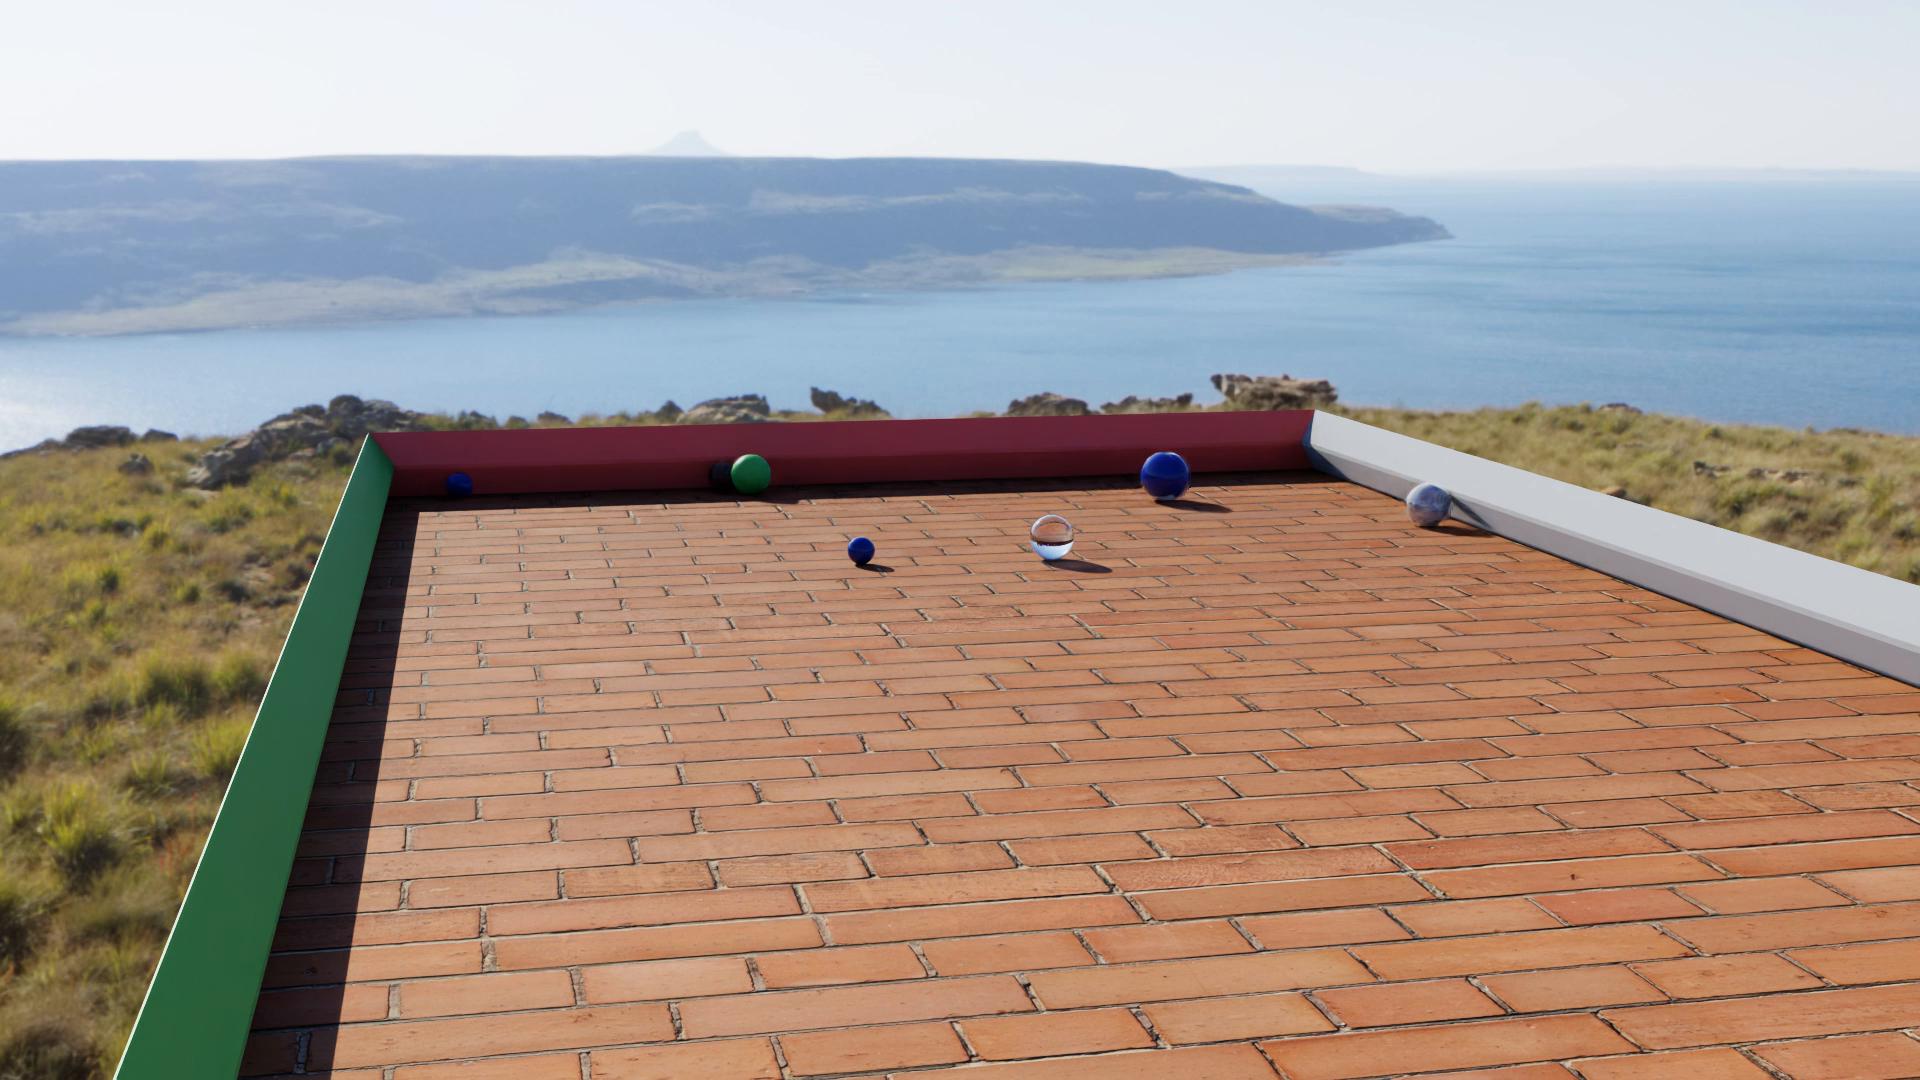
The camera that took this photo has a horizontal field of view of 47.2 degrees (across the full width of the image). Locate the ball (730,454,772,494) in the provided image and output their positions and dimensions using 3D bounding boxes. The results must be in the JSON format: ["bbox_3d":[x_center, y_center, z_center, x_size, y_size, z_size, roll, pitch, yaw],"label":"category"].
[{"bbox_3d":[-0.369,-0.116,3.886,0.072,0.072,0.072,0,10,0],"label":"ball"}]

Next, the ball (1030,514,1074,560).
[{"bbox_3d":[0.135,-0.004,3.245,0.067,0.067,0.067,0,10,0],"label":"ball"}]

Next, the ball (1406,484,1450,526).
[{"bbox_3d":[0.754,-0.057,3.547,0.070,0.070,0.070,0,10,0],"label":"ball"}]

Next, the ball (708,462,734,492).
[{"bbox_3d":[-0.423,-0.113,3.923,0.054,0.054,0.054,0,10,0],"label":"ball"}]

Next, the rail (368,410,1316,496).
[{"bbox_3d":[-0.172,-0.159,4.017,1.760,0.111,0.045,-2,10,-12],"label":"rail"}]

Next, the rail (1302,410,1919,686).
[{"bbox_3d":[1.014,0.080,2.616,0.045,0.111,3.328,-2,10,-12],"label":"rail"}]

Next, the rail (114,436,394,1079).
[{"bbox_3d":[-0.659,0.142,2.257,0.045,0.111,3.328,-2,10,-12],"label":"rail"}]

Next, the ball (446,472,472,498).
[{"bbox_3d":[-0.877,-0.095,3.844,0.045,0.045,0.045,0,10,0],"label":"ball"}]

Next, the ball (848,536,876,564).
[{"bbox_3d":[-0.144,0.015,3.212,0.041,0.041,0.041,0,10,0],"label":"ball"}]

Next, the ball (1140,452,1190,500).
[{"bbox_3d":[0.356,-0.111,3.817,0.086,0.086,0.086,0,10,0],"label":"ball"}]
